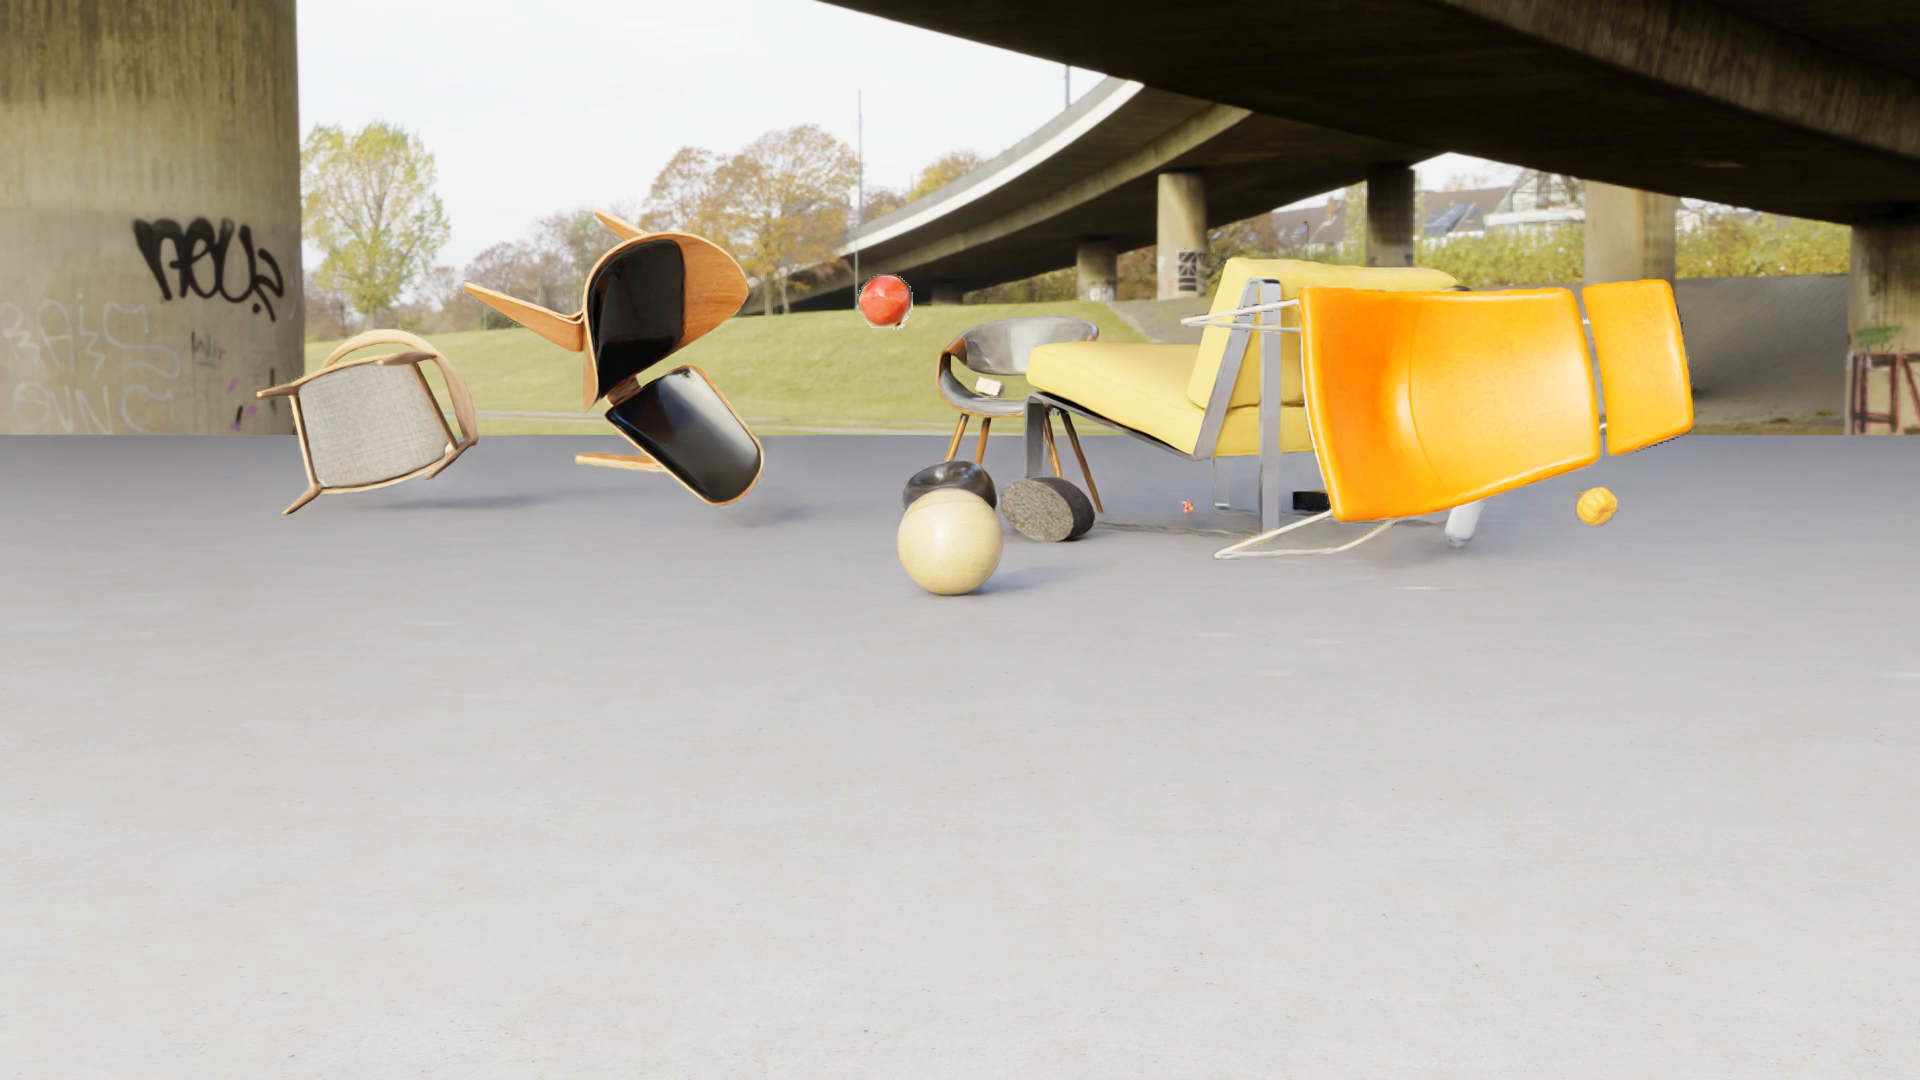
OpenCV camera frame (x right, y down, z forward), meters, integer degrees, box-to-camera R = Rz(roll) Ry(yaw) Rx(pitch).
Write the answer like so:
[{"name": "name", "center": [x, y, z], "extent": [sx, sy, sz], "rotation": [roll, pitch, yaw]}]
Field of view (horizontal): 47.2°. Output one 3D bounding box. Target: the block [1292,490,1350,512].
[{"name": "block", "center": [1.346, -0.147, 8.191], "extent": [0.150, 0.068, 0.169], "rotation": [3, 5, 38]}]

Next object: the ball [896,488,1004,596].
[{"name": "ball", "center": [-0.021, 0.003, 4.788], "extent": [0.234, 0.234, 0.234], "rotation": [0, 4, 0]}]

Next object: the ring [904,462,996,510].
[{"name": "ring", "center": [-0.032, -0.130, 6.812], "extent": [0.311, 0.169, 0.265], "rotation": [1, 28, 44]}]

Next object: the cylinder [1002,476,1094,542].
[{"name": "cylinder", "center": [0.265, -0.093, 6.581], "extent": [0.235, 0.161, 0.265], "rotation": [32, 12, 13]}]

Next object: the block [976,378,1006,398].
[{"name": "block", "center": [0.107, -0.537, 7.787], "extent": [0.083, 0.046, 0.063], "rotation": [15, -3, 18]}]
